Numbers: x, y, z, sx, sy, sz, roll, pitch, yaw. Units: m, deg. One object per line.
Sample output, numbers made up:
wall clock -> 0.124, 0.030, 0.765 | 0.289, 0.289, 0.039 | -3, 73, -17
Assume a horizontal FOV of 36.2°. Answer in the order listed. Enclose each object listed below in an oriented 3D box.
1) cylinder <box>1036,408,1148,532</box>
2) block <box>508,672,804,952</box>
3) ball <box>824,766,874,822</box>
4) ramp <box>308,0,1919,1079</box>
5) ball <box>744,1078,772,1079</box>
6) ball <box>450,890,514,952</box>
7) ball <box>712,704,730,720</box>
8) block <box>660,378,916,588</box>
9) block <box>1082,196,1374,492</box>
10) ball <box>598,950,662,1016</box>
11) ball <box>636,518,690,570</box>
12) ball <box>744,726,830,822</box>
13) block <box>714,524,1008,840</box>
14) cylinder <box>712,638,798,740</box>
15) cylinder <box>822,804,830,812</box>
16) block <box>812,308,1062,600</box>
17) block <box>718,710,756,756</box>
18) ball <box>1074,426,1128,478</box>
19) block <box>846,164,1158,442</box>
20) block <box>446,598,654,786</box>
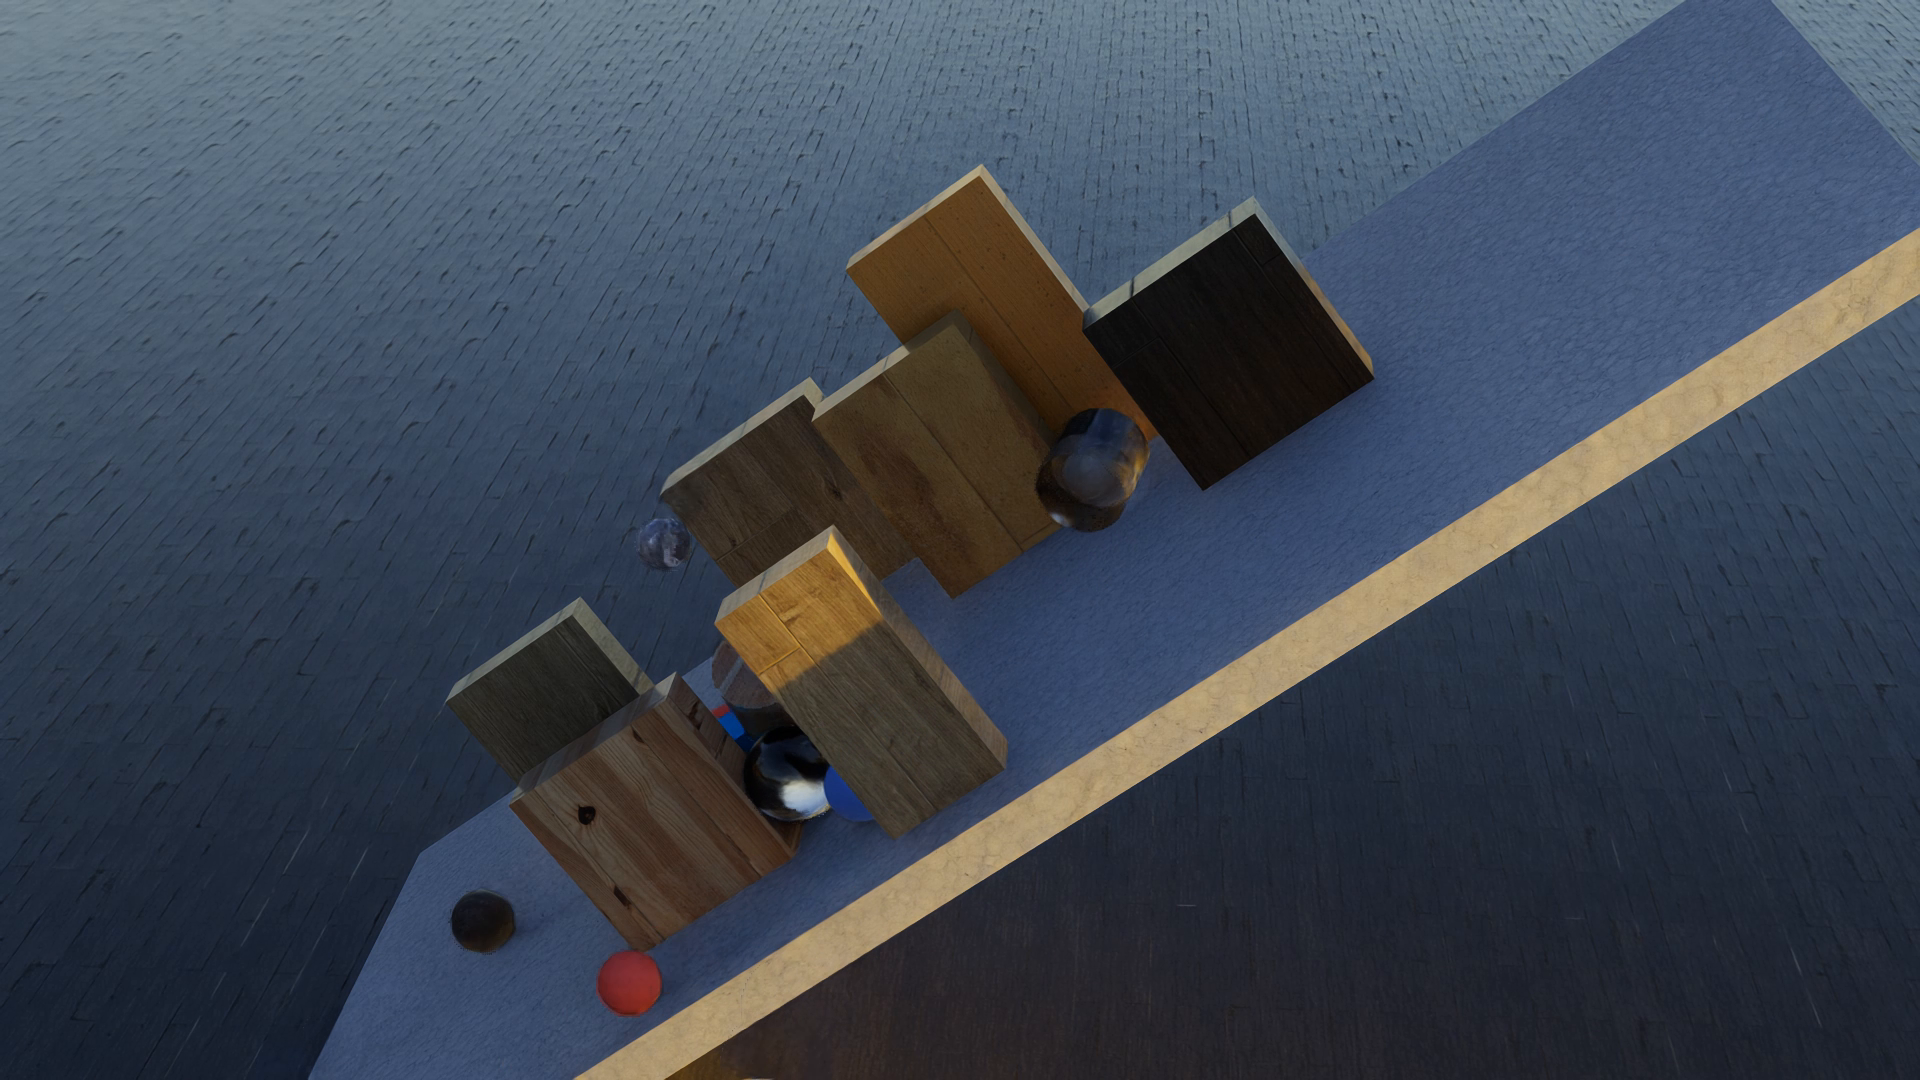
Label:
cylinder -> 0.287, -0.151, 6.345 | 0.196, 0.196, 0.196 | 7, 34, 17
block -> -0.610, 0.555, 5.935 | 0.407, 0.418, 0.136 | -34, 16, 16
ball -> -0.195, 0.479, 5.737 | 0.141, 0.141, 0.141 | 0, 22, 0
ramp -> 0.131, 0.178, 6.317 | 4.000, 0.100, 2.000 | -34, 16, 16
ball -> -0.358, 1.050, 5.193 | 0.200, 0.200, 0.200 | 0, 22, 0
ball -> -1.077, 0.860, 6.636 | 0.142, 0.142, 0.142 | 0, 22, 0
ball -> -0.509, 0.437, 6.557 | 0.144, 0.144, 0.144 | 0, 22, 0
block -> -0.394, -0.066, 7.093 | 0.439, 0.484, 0.127 | -34, 16, 16
block -> 0.549, -0.400, 6.031 | 0.424, 0.427, 0.131 | -34, 16, 16
ball -> -0.639, 0.857, 5.694 | 0.124, 0.124, 0.124 | 0, 22, 0
ball -> -0.707, 0.010, 7.010 | 0.126, 0.126, 0.126 | 0, 22, 0
ball -> -0.333, 0.463, 5.828 | 0.191, 0.191, 0.191 | 0, 22, 0
block -> -0.181, 0.271, 5.531 | 0.265, 0.550, 0.116 | -34, 16, 16
cylinder -> -0.375, 0.290, 5.911 | 0.197, 0.197, 0.197 | -6, 60, 12
cylinder -> -0.311, 0.481, 6.016 | 0.129, 0.129, 0.129 | -3, 12, -6
block -> -0.012, -0.188, 6.516 | 0.390, 0.518, 0.114 | -34, 16, 16
block -> -0.410, 0.457, 6.184 | 0.195, 0.195, 0.195 | -34, 16, 14
ball -> 0.314, -0.197, 6.563 | 0.117, 0.117, 0.117 | 0, 22, 0
block -> 0.111, -0.443, 6.594 | 0.371, 0.715, 0.098 | -34, 16, 16
block -> -0.750, 0.455, 6.189 | 0.346, 0.601, 0.094 | -34, 16, 16
